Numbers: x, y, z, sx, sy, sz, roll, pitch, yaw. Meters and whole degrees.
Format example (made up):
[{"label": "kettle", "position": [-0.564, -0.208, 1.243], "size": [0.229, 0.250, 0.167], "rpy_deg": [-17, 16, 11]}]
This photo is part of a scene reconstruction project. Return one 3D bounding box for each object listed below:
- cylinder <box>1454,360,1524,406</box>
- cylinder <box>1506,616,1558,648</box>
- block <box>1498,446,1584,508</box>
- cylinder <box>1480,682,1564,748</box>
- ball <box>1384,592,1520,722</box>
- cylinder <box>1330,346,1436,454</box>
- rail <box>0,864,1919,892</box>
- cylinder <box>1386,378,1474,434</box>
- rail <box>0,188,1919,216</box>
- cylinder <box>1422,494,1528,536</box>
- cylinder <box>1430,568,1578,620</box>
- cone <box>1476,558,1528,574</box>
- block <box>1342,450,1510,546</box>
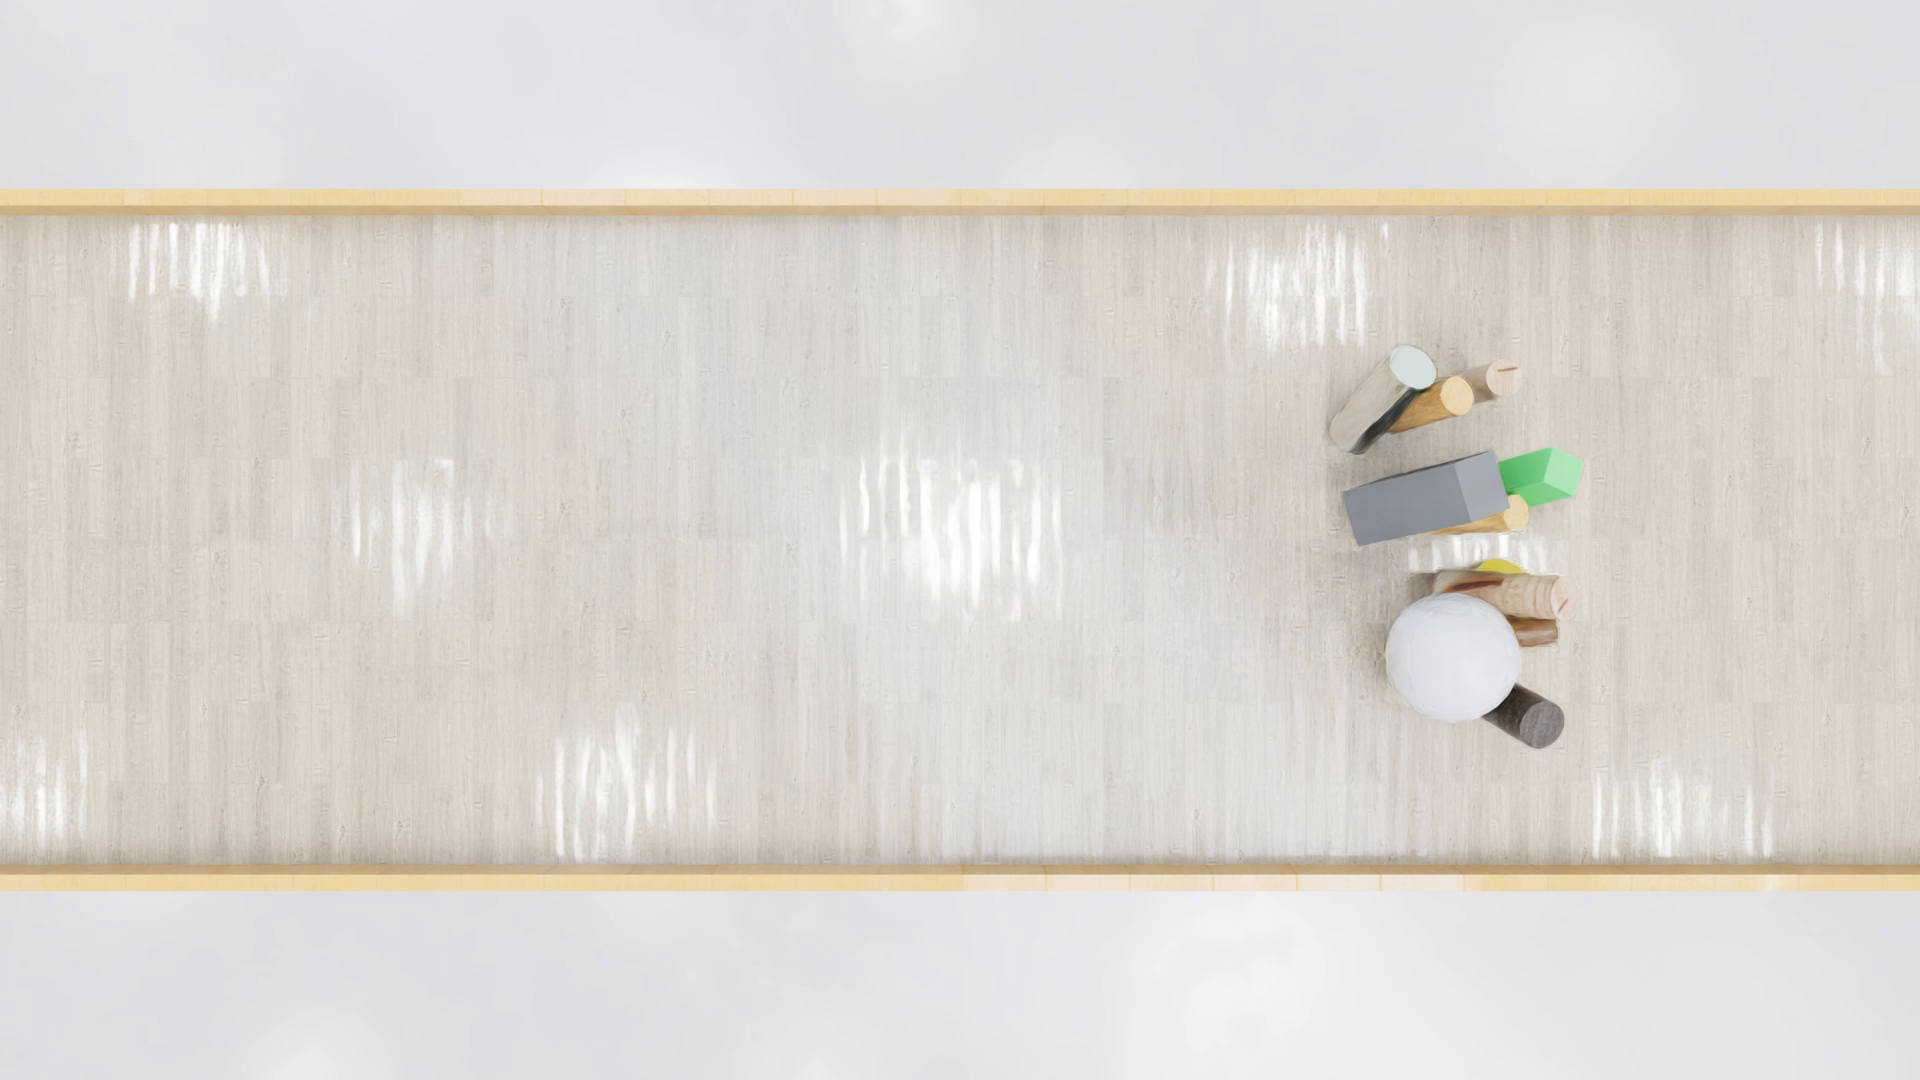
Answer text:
[{"label": "cylinder", "position": [1.557, -0.464, 4.896], "size": [0.106, 0.361, 0.106], "rpy_deg": [0, 90, 0]}, {"label": "cylinder", "position": [1.627, 0.290, 5.026], "size": [0.354, 0.101, 0.101], "rpy_deg": [-8, 90, 0]}, {"label": "block", "position": [1.628, -0.163, 4.843], "size": [0.109, 0.440, 0.109], "rpy_deg": [24, 76, -14]}, {"label": "cylinder", "position": [1.616, 0.486, 4.883], "size": [0.144, 0.360, 0.144], "rpy_deg": [-4, 105, -15]}, {"label": "ball", "position": [1.426, 0.339, 4.783], "size": [0.377, 0.377, 0.377], "rpy_deg": [0, 90, 0]}, {"label": "cylinder", "position": [1.245, -0.411, 4.878], "size": [0.147, 0.376, 0.147], "rpy_deg": [7, 61, -13]}, {"label": "rail", "position": [-2.247, 1.025, 5.001], "size": [12.000, 0.150, 0.050], "rpy_deg": [0, 90, 0]}, {"label": "cylinder", "position": [1.376, -0.397, 4.903], "size": [0.111, 0.329, 0.111], "rpy_deg": [2, 83, -20]}, {"label": "rail", "position": [-2.247, -1.025, 5.002], "size": [12.000, 0.150, 0.050], "rpy_deg": [0, 90, 0]}, {"label": "cylinder", "position": [1.510, -0.073, 4.899], "size": [0.108, 0.350, 0.108], "rpy_deg": [1, 88, -32]}, {"label": "cylinder", "position": [1.593, 0.157, 4.844], "size": [0.125, 0.425, 0.125], "rpy_deg": [-2, 93, -34]}, {"label": "cone", "position": [1.695, 0.155, 4.883], "size": [0.180, 0.347, 0.180], "rpy_deg": [-1, 94, -19]}, {"label": "block", "position": [1.360, -0.118, 4.842], "size": [0.173, 0.446, 0.173], "rpy_deg": [-17, 90, -32]}]
